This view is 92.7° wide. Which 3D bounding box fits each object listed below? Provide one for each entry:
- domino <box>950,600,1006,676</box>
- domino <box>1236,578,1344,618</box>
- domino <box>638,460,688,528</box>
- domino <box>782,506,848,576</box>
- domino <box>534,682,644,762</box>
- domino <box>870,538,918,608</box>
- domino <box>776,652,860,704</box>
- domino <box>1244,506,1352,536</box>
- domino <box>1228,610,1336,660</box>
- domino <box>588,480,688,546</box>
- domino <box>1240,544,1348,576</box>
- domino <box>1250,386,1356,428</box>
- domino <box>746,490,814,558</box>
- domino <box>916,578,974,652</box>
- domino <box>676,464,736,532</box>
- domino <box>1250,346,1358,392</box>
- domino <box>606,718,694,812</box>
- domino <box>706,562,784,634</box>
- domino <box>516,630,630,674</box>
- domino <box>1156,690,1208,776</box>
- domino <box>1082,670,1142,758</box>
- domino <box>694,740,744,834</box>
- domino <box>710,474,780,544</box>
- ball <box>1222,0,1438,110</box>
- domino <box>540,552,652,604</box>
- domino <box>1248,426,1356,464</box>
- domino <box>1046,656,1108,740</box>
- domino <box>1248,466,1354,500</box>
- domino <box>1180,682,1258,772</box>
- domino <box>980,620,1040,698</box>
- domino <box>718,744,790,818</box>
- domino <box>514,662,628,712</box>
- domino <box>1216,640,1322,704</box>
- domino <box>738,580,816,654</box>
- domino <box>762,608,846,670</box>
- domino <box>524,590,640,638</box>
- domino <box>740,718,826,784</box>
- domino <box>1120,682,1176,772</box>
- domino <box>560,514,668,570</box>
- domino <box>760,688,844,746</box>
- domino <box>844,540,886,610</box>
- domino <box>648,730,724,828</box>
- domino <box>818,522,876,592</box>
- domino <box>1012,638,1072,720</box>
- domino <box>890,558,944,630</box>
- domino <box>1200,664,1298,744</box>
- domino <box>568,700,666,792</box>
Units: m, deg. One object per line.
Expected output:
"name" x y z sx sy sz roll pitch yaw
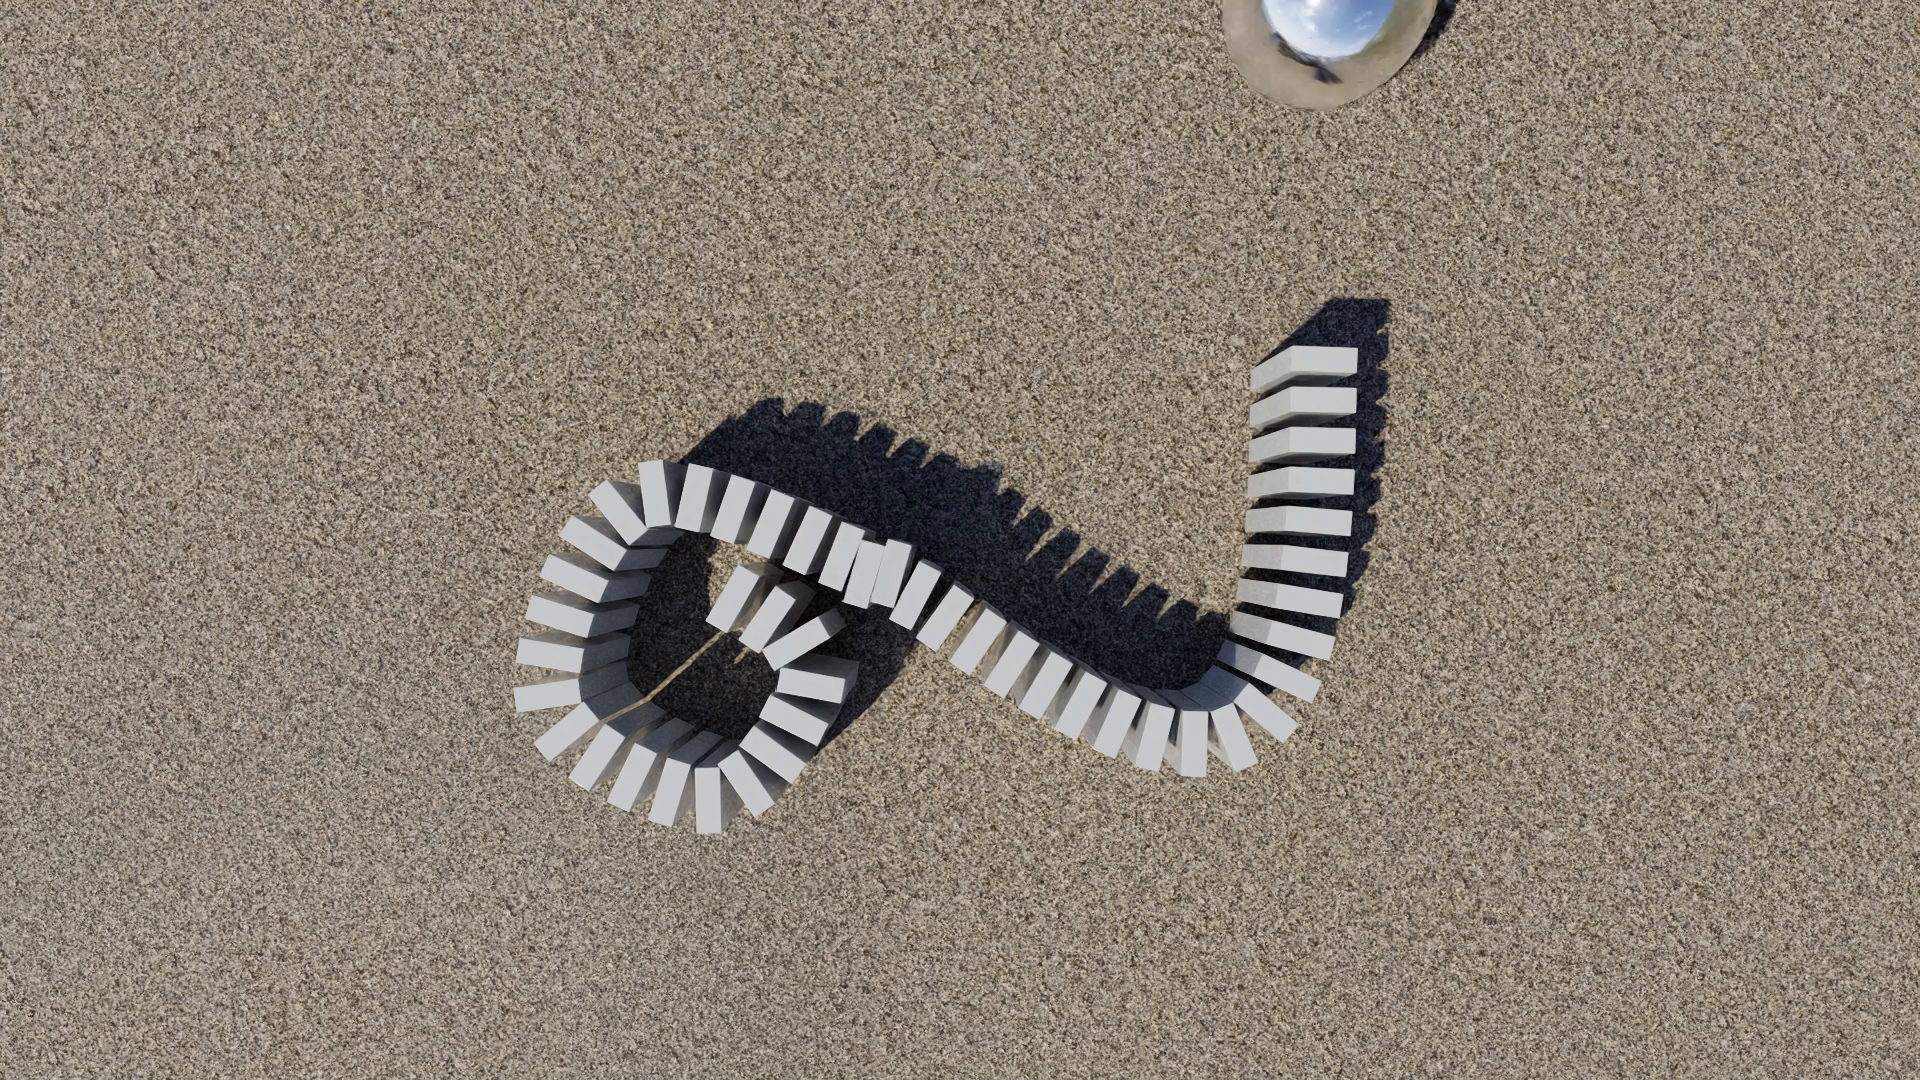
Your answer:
"domino" 0.007 0.039 0.375 0.009 0.050 0.025 35 90 0
"domino" 0.133 0.023 0.375 0.025 0.050 0.010 9 90 0
"domino" -0.117 -0.018 0.375 0.010 0.050 0.025 -7 90 0
"domino" -0.058 0.000 0.375 0.009 0.050 0.025 25 90 0
"domino" -0.150 0.073 0.375 0.025 0.050 0.009 -39 90 0
"domino" -0.026 0.013 0.375 0.010 0.050 0.025 16 90 0
"domino" -0.057 0.056 0.375 0.025 0.050 0.010 10 90 0
"domino" 0.137 -0.007 0.375 0.025 0.050 0.009 5 90 0
"domino" 0.130 0.038 0.375 0.025 0.050 0.010 15 90 0
"domino" -0.131 -0.011 0.375 0.010 0.050 0.025 -39 90 0
"domino" 0.136 0.008 0.375 0.025 0.050 0.010 7 90 0
"domino" 0.139 -0.054 0.375 0.025 0.050 0.010 1 90 0
"domino" -0.072 -0.006 0.375 0.010 0.050 0.025 23 90 0
"domino" -0.006 0.030 0.375 0.010 0.050 0.025 36 90 0
"domino" -0.102 -0.016 0.375 0.009 0.050 0.025 13 90 0
"domino" 0.139 -0.069 0.375 0.025 0.050 0.010 2 90 0
"domino" -0.125 0.091 0.375 0.010 0.050 0.025 26 90 0
"domino" -0.087 0.022 0.375 0.010 0.050 0.025 30 90 0
"domino" -0.157 0.044 0.375 0.025 0.050 0.009 9 90 0
"domino" 0.090 0.078 0.375 0.010 0.050 0.025 2 90 0
"domino" 0.060 0.070 0.375 0.010 0.050 0.025 24 90 0
"domino" -0.096 0.100 0.375 0.009 0.050 0.025 -2 90 0
"domino" -0.087 -0.012 0.375 0.010 0.050 0.025 19 90 0
"ball" 0.144 -0.213 0.360 0.080 0.080 0.080 0 90 0
"domino" -0.148 0.015 0.375 0.025 0.050 0.009 24 90 0
"domino" 0.139 -0.038 0.375 0.025 0.050 0.009 2 90 0
"domino" 0.046 0.063 0.375 0.009 0.050 0.025 29 90 0
"domino" 0.138 -0.023 0.375 0.025 0.050 0.009 3 90 0
"domino" 0.105 0.075 0.375 0.009 0.050 0.025 -23 90 0
"domino" 0.020 0.048 0.375 0.009 0.050 0.025 33 90 0
"domino" -0.082 0.093 0.375 0.010 0.050 0.025 -35 90 0
"domino" -0.158 0.059 0.375 0.025 0.050 0.009 -9 90 0
"domino" 0.125 0.053 0.375 0.025 0.050 0.009 25 90 0
"domino" -0.074 0.030 0.375 0.010 0.050 0.025 35 90 0
"domino" -0.063 0.040 0.375 0.025 0.050 0.009 -31 90 0
"domino" -0.153 0.029 0.375 0.025 0.050 0.010 17 90 0
"domino" -0.072 0.082 0.375 0.025 0.050 0.009 36 90 0
"domino" 0.075 0.076 0.375 0.009 0.050 0.025 15 90 0
"domino" -0.140 0.001 0.375 0.025 0.050 0.010 33 90 0
"domino" -0.064 0.069 0.375 0.025 0.050 0.009 27 90 0
"domino" -0.037 0.013 0.375 0.009 0.050 0.025 16 90 0
"domino" -0.111 0.096 0.375 0.009 0.050 0.025 17 90 0
"domino" -0.045 0.006 0.375 0.009 0.050 0.025 21 90 0
"domino" 0.033 0.056 0.375 0.009 0.050 0.025 31 90 0
"domino" -0.017 0.021 0.375 0.010 0.050 0.025 28 90 0
"domino" 0.117 0.066 0.375 0.025 0.050 0.009 40 90 0
"domino" -0.139 0.083 0.375 0.009 0.050 0.025 34 90 0
